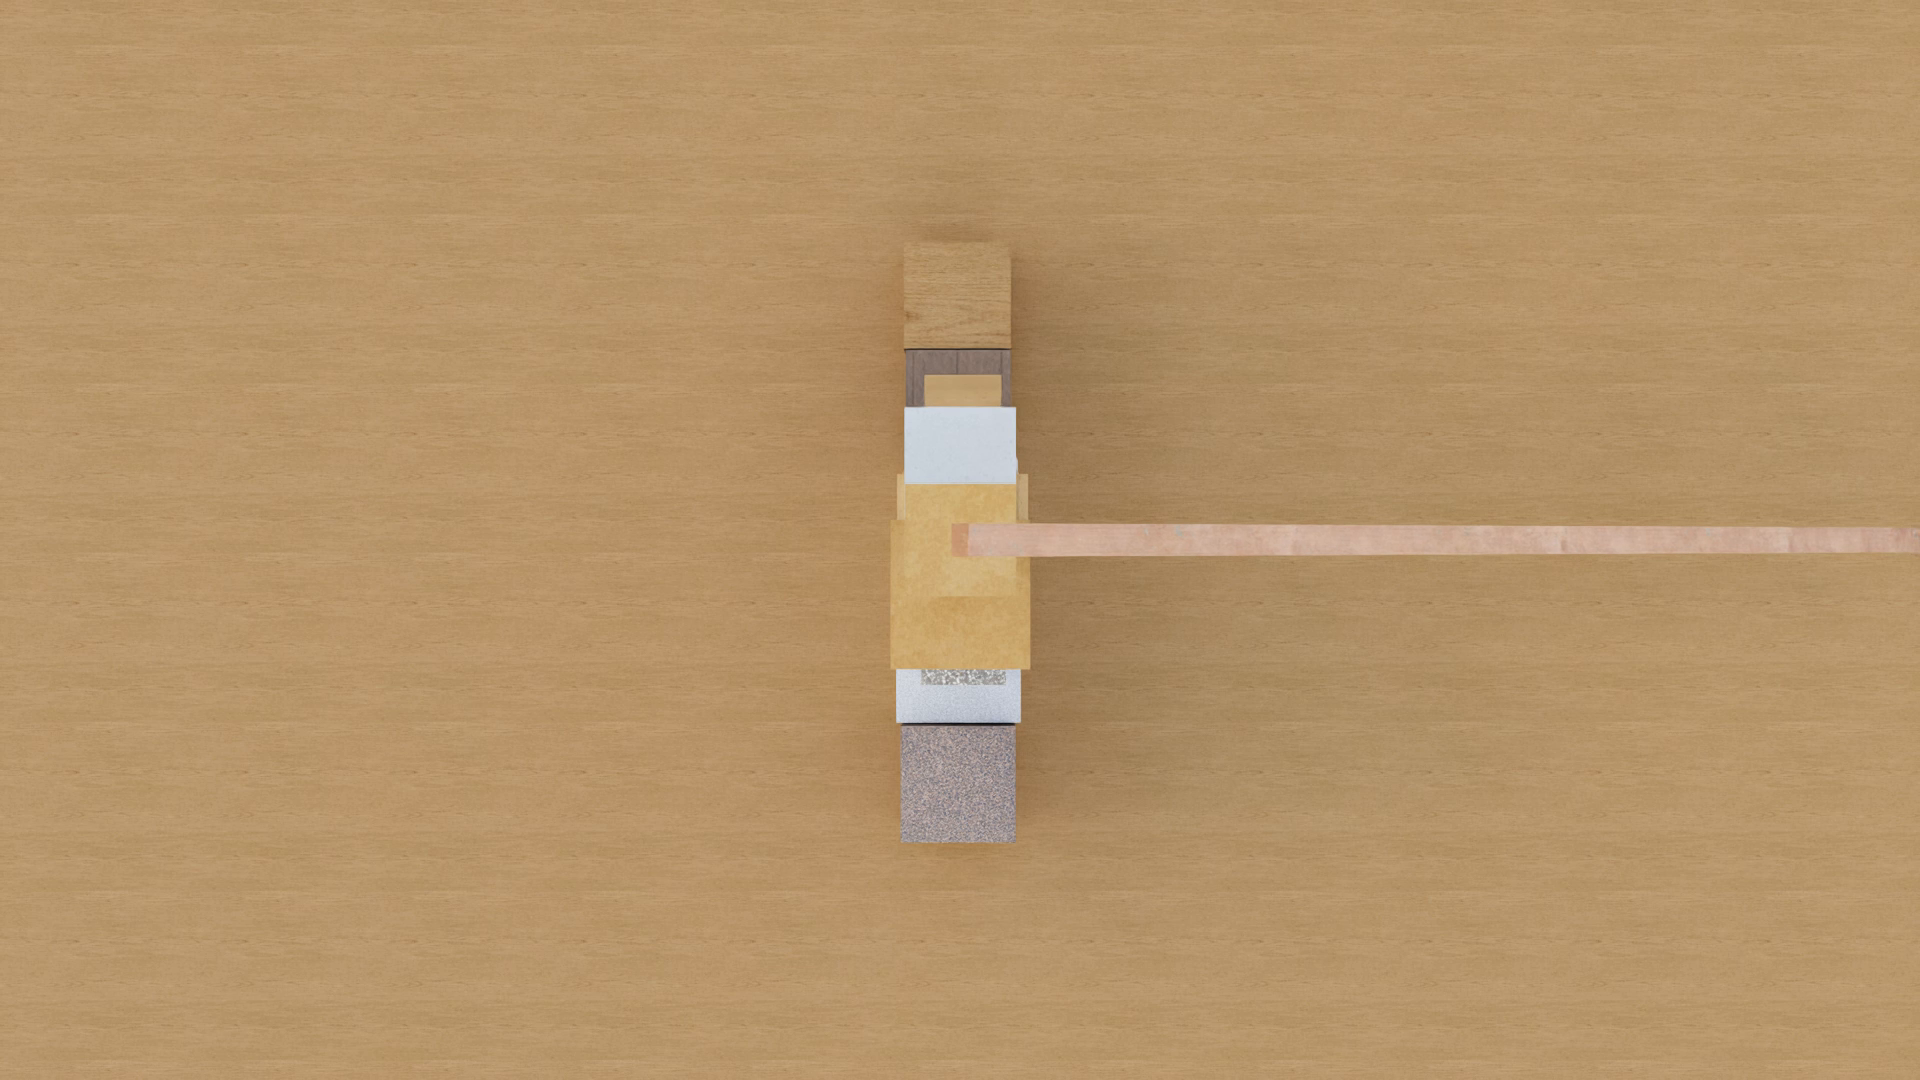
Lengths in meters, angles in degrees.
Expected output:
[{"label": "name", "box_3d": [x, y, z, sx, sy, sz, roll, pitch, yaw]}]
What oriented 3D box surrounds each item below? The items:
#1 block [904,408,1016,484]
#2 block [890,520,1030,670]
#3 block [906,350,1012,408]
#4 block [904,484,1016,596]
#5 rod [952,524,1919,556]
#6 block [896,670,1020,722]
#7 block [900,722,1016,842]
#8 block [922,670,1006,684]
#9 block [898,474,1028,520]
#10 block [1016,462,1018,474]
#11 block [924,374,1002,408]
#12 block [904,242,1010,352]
[{"label": "block", "box_3d": [0.002, -0.387, 11.328, 0.557, 0.646, 0.531, 0, 88, 0]}, {"label": "block", "box_3d": [0.002, 0.270, 11.282, 0.693, 0.738, 0.742, 0, 90, 0]}, {"label": "block", "box_3d": [-0.009, -0.758, 12.709, 0.595, 0.582, 0.633, 0, 90, 0]}, {"label": "block", "box_3d": [0.002, 0.000, 10.364, 0.512, 0.467, 0.517, 0, 90, 0]}, {"label": "rod", "box_3d": [2.212, 0.000, 6.645, 5.200, 0.080, 0.080, 0, 90, -32]}, {"label": "block", "box_3d": [-0.008, 0.643, 12.695, 0.699, 0.611, 0.771, 0, 90, 0]}, {"label": "block", "box_3d": [-0.010, 1.363, 12.630, 0.640, 0.740, 0.648, 0, 90, 0]}, {"label": "block", "box_3d": [0.020, 0.565, 12.139, 0.459, 0.501, 0.437, 0, 90, 0]}, {"label": "block", "box_3d": [0.014, -0.007, 11.959, 0.694, 0.617, 0.687, 0, 90, 0]}, {"label": "block", "box_3d": [0.019, -0.092, 12.634, 0.609, 0.733, 0.680, 0, 90, 0]}, {"label": "block", "box_3d": [0.017, -0.633, 12.123, 0.418, 0.408, 0.424, 0, 70, 0]}, {"label": "block", "box_3d": [-0.015, -1.386, 12.728, 0.607, 0.544, 0.603, 0, 90, 0]}]
